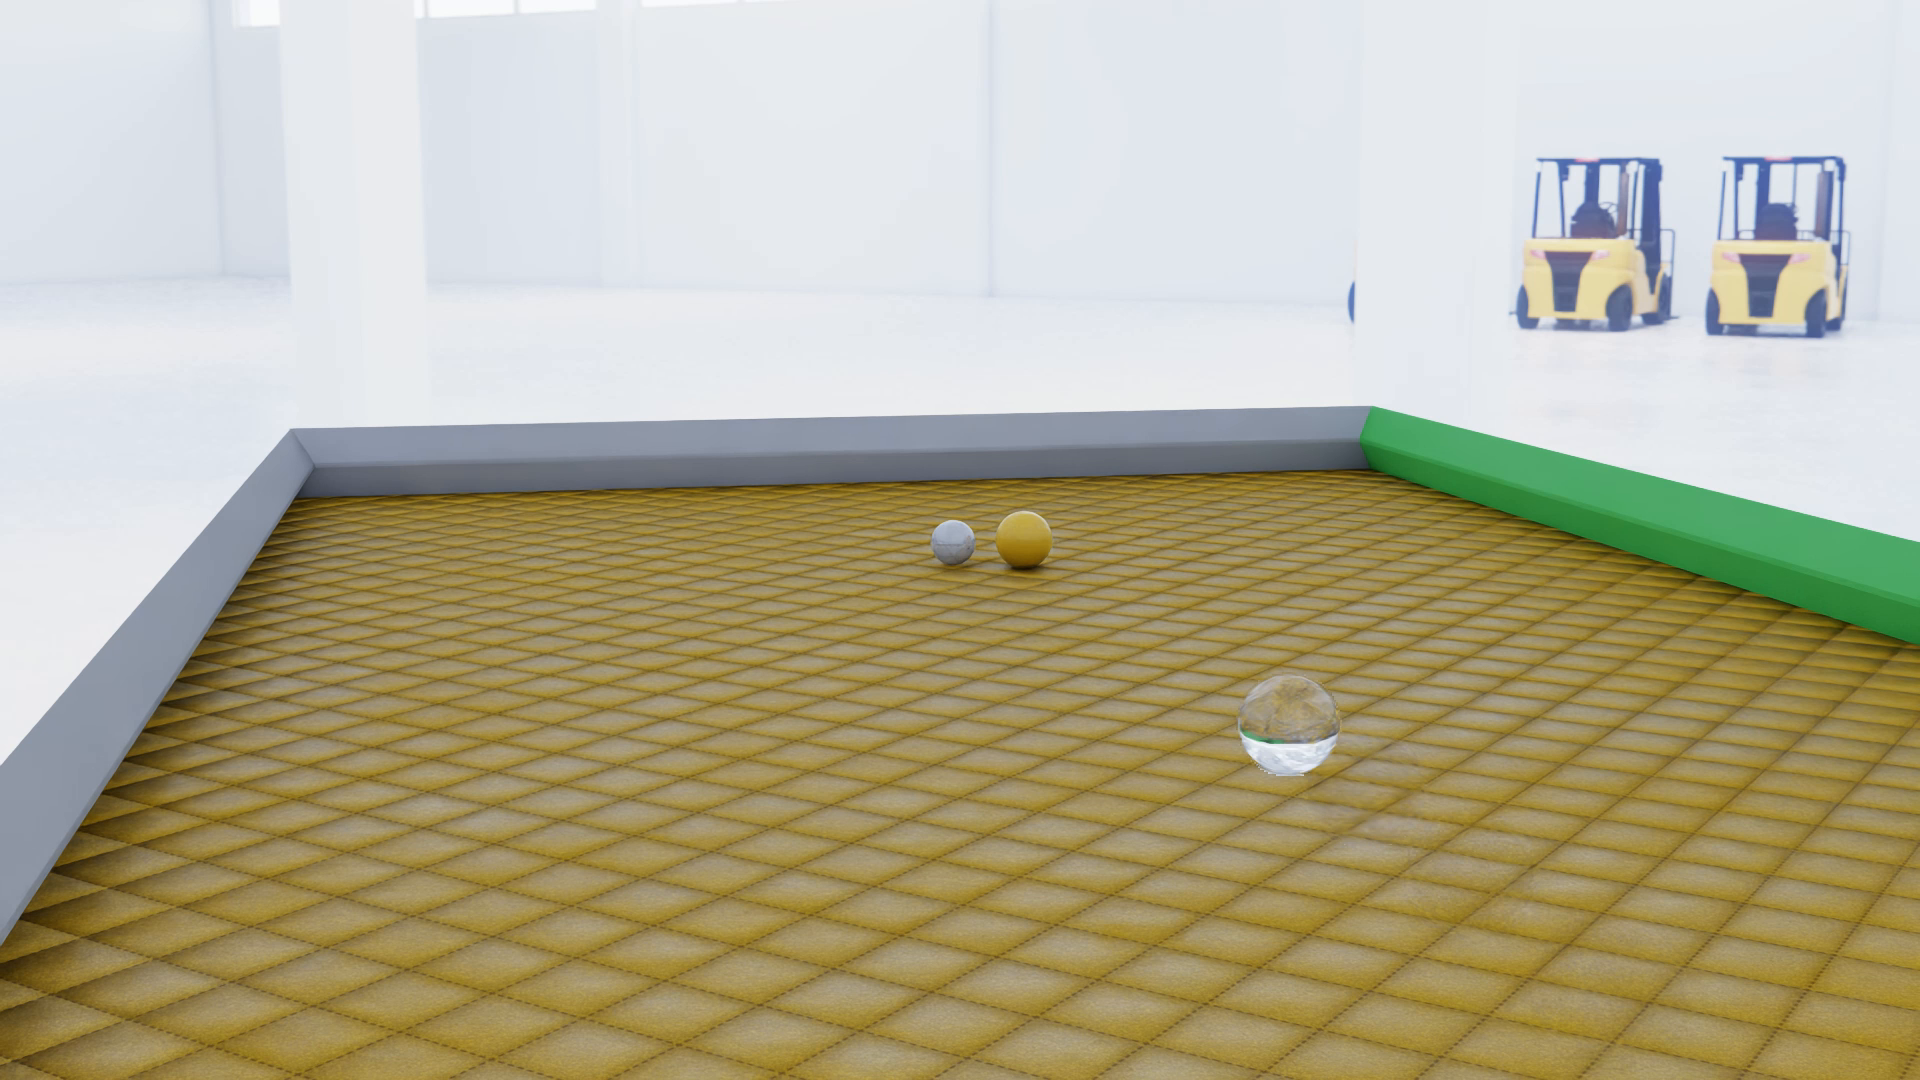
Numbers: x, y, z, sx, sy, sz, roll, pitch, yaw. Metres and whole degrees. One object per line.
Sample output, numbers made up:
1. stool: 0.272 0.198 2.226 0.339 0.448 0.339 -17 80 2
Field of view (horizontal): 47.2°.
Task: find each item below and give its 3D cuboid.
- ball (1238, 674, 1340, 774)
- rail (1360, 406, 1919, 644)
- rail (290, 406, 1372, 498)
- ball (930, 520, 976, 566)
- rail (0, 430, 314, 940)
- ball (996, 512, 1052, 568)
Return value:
1. ball: 0.327 0.184 2.186 0.099 0.099 0.099 0 9 0
2. rail: 1.234 0.094 2.644 0.045 0.129 3.963 -2 9 -12
3. rail: -0.196 -0.176 4.325 2.157 0.129 0.045 -2 9 -12
4. ball: -0.010 0.004 3.398 0.070 0.070 0.070 0 9 0
5. rail: -0.832 0.162 2.221 0.045 0.129 3.963 -2 9 -12
6. ball: 0.098 0.000 3.369 0.088 0.088 0.088 0 9 0
